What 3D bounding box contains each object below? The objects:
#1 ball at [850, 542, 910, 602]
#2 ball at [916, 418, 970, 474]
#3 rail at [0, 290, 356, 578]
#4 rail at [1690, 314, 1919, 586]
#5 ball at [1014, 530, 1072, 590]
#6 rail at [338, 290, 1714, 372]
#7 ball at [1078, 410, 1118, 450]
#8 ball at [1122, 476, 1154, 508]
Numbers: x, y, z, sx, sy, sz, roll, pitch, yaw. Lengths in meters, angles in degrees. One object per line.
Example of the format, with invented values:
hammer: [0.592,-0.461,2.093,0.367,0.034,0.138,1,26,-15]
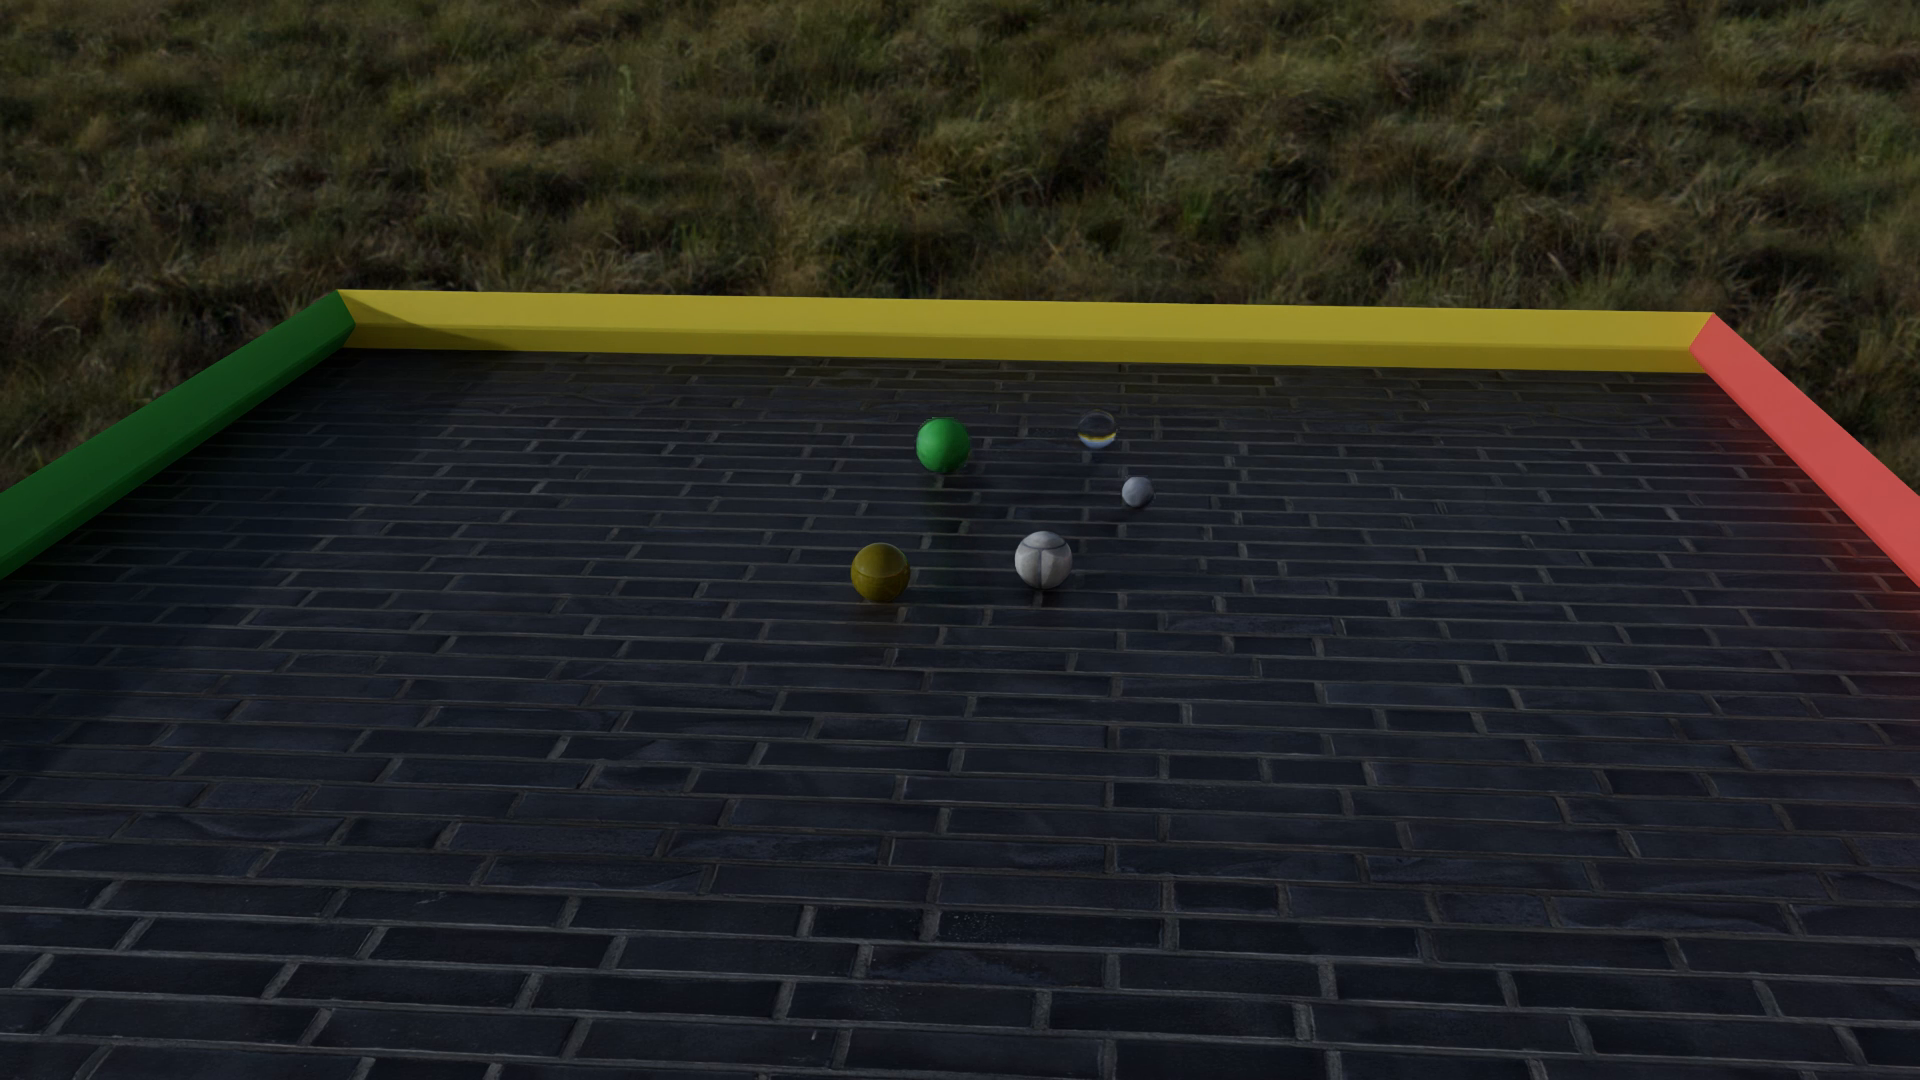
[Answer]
ball: [-0.094,0.038,2.603,0.071,0.071,0.071,0,19,0]
ball: [-0.025,-0.133,3.105,0.078,0.078,0.078,0,19,0]
rail: [-1.221,0.293,1.797,0.045,0.101,4.268,1,19,4]
rail: [1.055,0.349,1.628,0.045,0.101,4.268,1,19,4]
ball: [0.101,0.024,2.648,0.070,0.070,0.070,0,19,0]
rail: [0.081,-0.349,3.707,2.330,0.101,0.045,1,19,4]
ball: [0.201,-0.162,3.220,0.058,0.058,0.058,0,19,0]
ball: [0.239,-0.065,2.955,0.043,0.043,0.043,0,19,0]
